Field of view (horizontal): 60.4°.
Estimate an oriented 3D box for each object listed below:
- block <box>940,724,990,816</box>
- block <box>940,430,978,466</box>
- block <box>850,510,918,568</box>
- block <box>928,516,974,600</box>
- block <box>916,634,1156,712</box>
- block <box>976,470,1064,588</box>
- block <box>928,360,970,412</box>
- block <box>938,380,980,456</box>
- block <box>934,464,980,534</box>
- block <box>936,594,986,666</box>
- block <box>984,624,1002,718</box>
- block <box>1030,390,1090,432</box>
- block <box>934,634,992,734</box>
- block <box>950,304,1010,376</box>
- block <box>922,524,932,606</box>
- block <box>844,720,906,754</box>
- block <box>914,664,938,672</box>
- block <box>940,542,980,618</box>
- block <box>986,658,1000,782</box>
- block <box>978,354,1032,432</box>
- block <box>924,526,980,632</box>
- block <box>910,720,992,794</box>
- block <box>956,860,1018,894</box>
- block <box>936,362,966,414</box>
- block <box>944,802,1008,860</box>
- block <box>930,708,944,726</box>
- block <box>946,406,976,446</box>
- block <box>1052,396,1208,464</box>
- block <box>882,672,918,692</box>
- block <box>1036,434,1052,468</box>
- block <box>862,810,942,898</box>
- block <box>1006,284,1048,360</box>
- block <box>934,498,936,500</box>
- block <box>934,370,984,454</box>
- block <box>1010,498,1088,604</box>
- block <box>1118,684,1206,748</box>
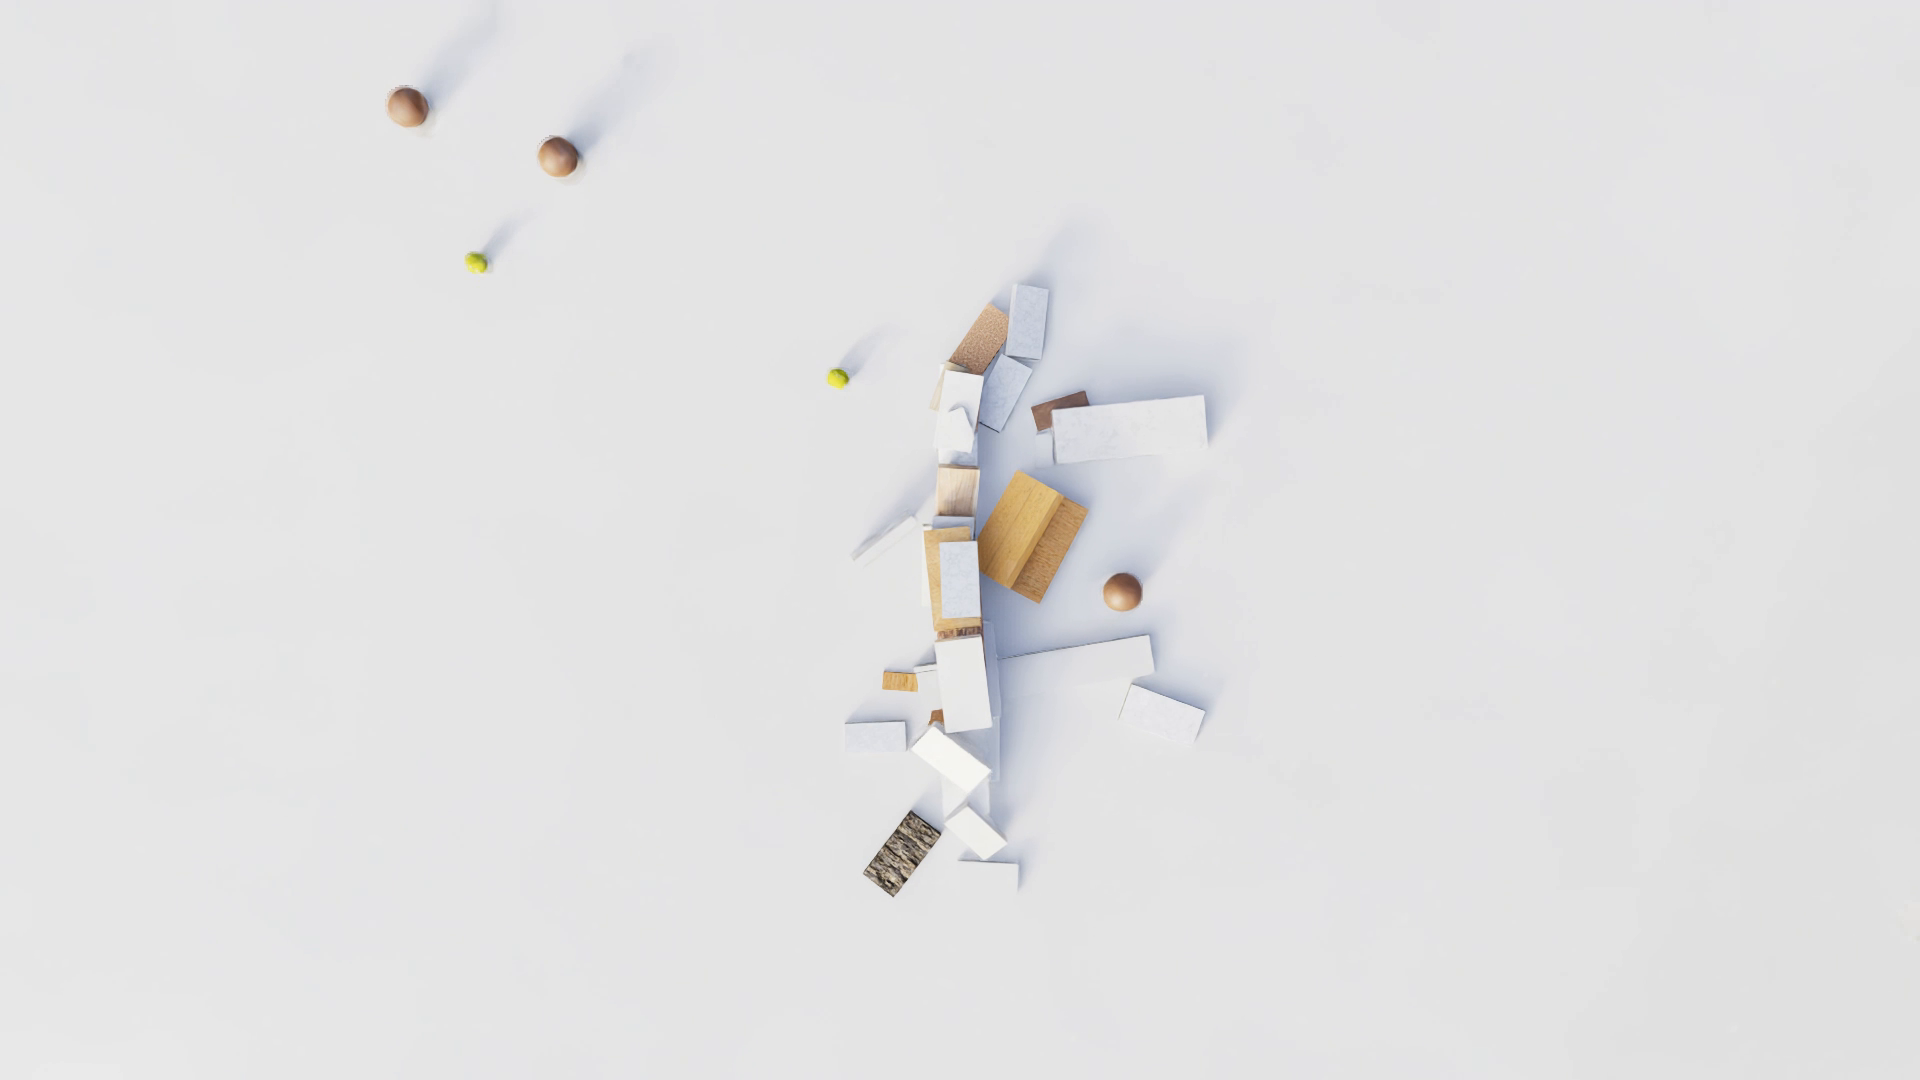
[{"bbox_3d":[0.013,0.752,5.417,0.151,0.043,0.302,-4,99,-2],"label":"block"},{"bbox_3d":[-0.006,-0.235,5.449,0.126,0.036,0.252,0,105,0],"label":"block"},{"bbox_3d":[-0.252,-0.003,5.437,0.241,0.121,0.034,-38,105,0],"label":"block"},{"bbox_3d":[-0.029,0.059,5.380,0.137,0.039,0.274,2,95,-3],"label":"block"},{"bbox_3d":[0.250,0.442,5.473,0.781,0.037,0.130,-9,90,-1],"label":"block"},{"bbox_3d":[0.177,-0.036,5.430,0.176,0.050,0.353,31,92,30],"label":"block"},{"bbox_3d":[-0.035,-0.500,5.444,0.084,0.024,0.168,20,103,-4],"label":"block"},{"bbox_3d":[-0.002,-0.399,5.438,0.126,0.036,0.252,4,110,-2],"label":"block"},{"bbox_3d":[-0.013,-0.113,5.425,0.137,0.039,0.274,4,114,-1],"label":"block"},{"bbox_3d":[0.000,0.295,5.329,0.149,0.042,0.299,-3,82,-3],"label":"block"},{"bbox_3d":[0.046,0.429,5.356,0.151,0.043,0.302,-5,82,-3],"label":"block"},{"bbox_3d":[0.337,-0.429,5.488,0.189,0.024,0.084,-17,90,0],"label":"block"},{"bbox_3d":[0.010,0.459,5.270,0.149,0.042,0.299,-7,100,-2],"label":"block"},{"bbox_3d":[0.076,-0.658,5.483,0.117,0.033,0.234,34,90,0],"label":"block"},{"bbox_3d":[-0.057,0.084,5.447,0.137,0.039,0.274,1,105,0],"label":"block"},{"bbox_3d":[-0.281,0.657,5.486,0.203,0.029,0.101,-2,90,0],"label":"block"},{"bbox_3d":[-0.093,0.421,5.471,0.118,0.059,0.017,-8,90,0],"label":"block"},{"bbox_3d":[-0.001,0.128,5.270,0.121,0.034,0.241,-2,82,-3],"label":"block"},{"bbox_3d":[0.053,0.593,5.436,0.151,0.043,0.408,-1,99,-3],"label":"block"},{"bbox_3d":[0.135,-0.487,5.483,0.117,0.033,0.234,28,90,0],"label":"block"},{"bbox_3d":[-0.027,0.125,5.308,0.149,0.042,0.323,-6,82,-3],"label":"block"},{"bbox_3d":[-0.027,0.705,5.348,0.241,0.034,0.121,38,114,-9],"label":"block"},{"bbox_3d":[0.091,1.121,5.486,0.203,0.029,0.101,3,90,0],"label":"block"},{"bbox_3d":[-0.029,-0.499,5.469,0.084,0.024,0.168,4,103,0],"label":"block"},{"bbox_3d":[0.052,0.959,5.435,0.101,0.029,0.206,-39,114,15],"label":"block"},{"bbox_3d":[-0.072,0.615,5.492,0.059,0.017,0.118,8,90,0],"label":"block"},{"bbox_3d":[0.003,-0.370,5.352,0.056,0.016,0.113,-20,97,3],"label":"block"},{"bbox_3d":[0.561,-0.367,5.460,0.502,0.050,0.176,-6,95,-2],"label":"block"},{"bbox_3d":[-0.198,0.472,5.492,0.118,0.017,0.059,4,90,0],"label":"block"},{"bbox_3d":[0.280,-0.296,5.492,0.056,0.016,0.112,0,90,0],"label":"block"},{"bbox_3d":[-0.193,1.043,5.482,0.130,0.037,0.259,37,90,0],"label":"block"},{"bbox_3d":[0.222,-0.721,5.462,0.117,0.033,0.234,6,90,-23],"label":"block"},{"bbox_3d":[-0.030,-0.168,5.440,0.056,0.016,0.113,30,104,-8],"label":"block"},{"bbox_3d":[-0.005,-0.419,5.371,0.126,0.036,0.252,10,98,-1],"label":"block"},{"bbox_3d":[0.267,0.015,5.475,0.176,0.050,0.353,28,90,0],"label":"block"},{"bbox_3d":[0.669,0.583,5.482,0.259,0.037,0.130,20,90,0],"label":"block"}]
